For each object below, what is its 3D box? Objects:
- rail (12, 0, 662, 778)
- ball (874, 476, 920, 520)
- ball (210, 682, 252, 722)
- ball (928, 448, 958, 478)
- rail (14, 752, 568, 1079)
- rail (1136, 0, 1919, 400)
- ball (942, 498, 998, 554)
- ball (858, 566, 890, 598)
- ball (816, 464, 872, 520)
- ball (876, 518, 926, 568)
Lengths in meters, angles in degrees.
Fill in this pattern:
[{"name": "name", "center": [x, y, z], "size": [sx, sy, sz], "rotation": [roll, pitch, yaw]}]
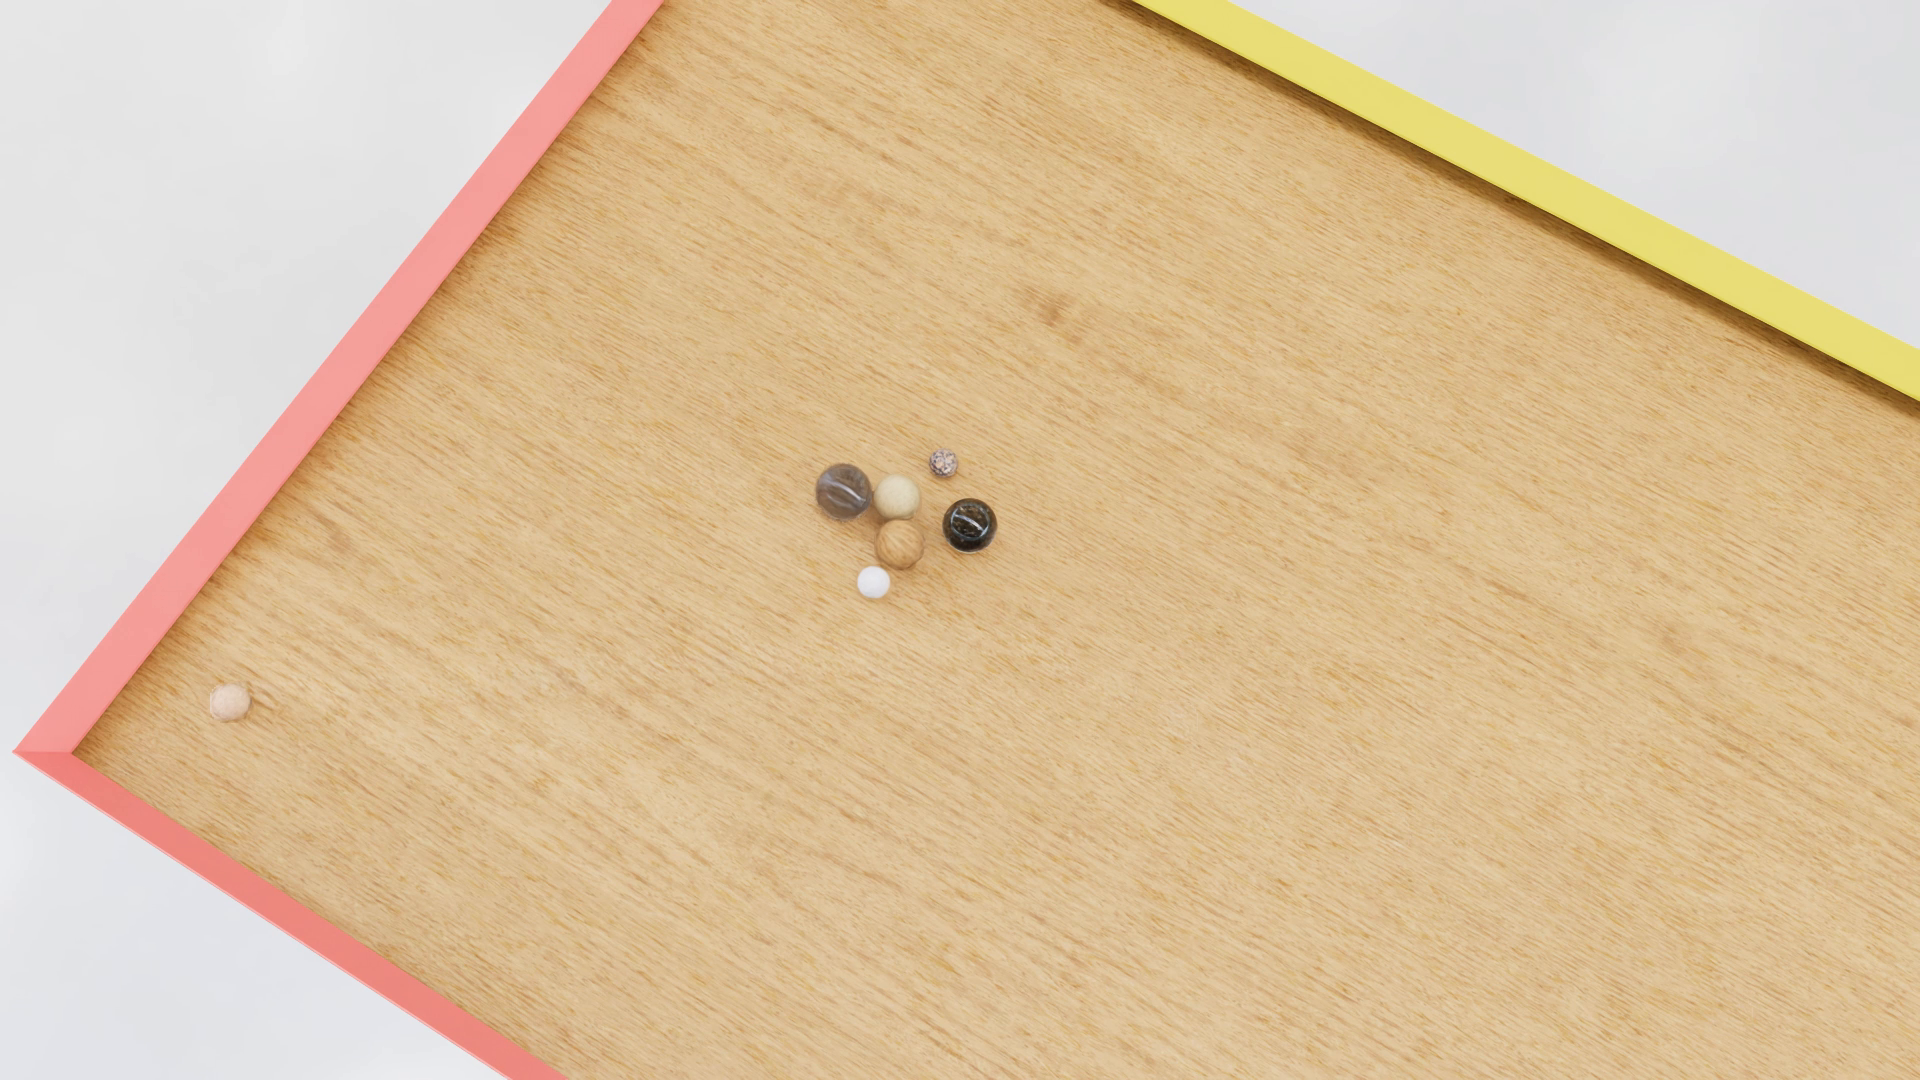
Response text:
[{"name": "rail", "center": [-0.836, -0.487, 3.633], "size": [0.045, 0.117, 2.102], "rotation": [30, 72, 11]}, {"name": "ball", "center": [-0.100, -0.066, 3.493], "size": [0.075, 0.075, 0.075], "rotation": [0, 69, 0]}, {"name": "ball", "center": [-1.120, 0.249, 3.379], "size": [0.059, 0.059, 0.059], "rotation": [0, 69, 0]}, {"name": "ball", "center": [-0.027, -0.124, 3.530], "size": [0.048, 0.048, 0.048], "rotation": [0, 69, 0]}, {"name": "rail", "center": [0.318, 1.298, 2.939], "size": [4.018, 0.117, 0.045], "rotation": [30, 72, 11]}, {"name": "rail", "center": [1.394, -0.334, 3.574], "size": [4.018, 0.117, 0.045], "rotation": [30, 72, 11]}, {"name": "ball", "center": [0.016, -0.023, 3.469], "size": [0.089, 0.089, 0.089], "rotation": [0, 69, 0]}, {"name": "ball", "center": [-0.135, 0.067, 3.454], "size": [0.051, 0.051, 0.051], "rotation": [0, 69, 0]}, {"name": "ball", "center": [-0.185, -0.077, 3.489], "size": [0.090, 0.090, 0.090], "rotation": [0, 69, 0]}, {"name": "ball", "center": [-0.094, 0.006, 3.463], "size": [0.079, 0.079, 0.079], "rotation": [0, 69, 0]}]
